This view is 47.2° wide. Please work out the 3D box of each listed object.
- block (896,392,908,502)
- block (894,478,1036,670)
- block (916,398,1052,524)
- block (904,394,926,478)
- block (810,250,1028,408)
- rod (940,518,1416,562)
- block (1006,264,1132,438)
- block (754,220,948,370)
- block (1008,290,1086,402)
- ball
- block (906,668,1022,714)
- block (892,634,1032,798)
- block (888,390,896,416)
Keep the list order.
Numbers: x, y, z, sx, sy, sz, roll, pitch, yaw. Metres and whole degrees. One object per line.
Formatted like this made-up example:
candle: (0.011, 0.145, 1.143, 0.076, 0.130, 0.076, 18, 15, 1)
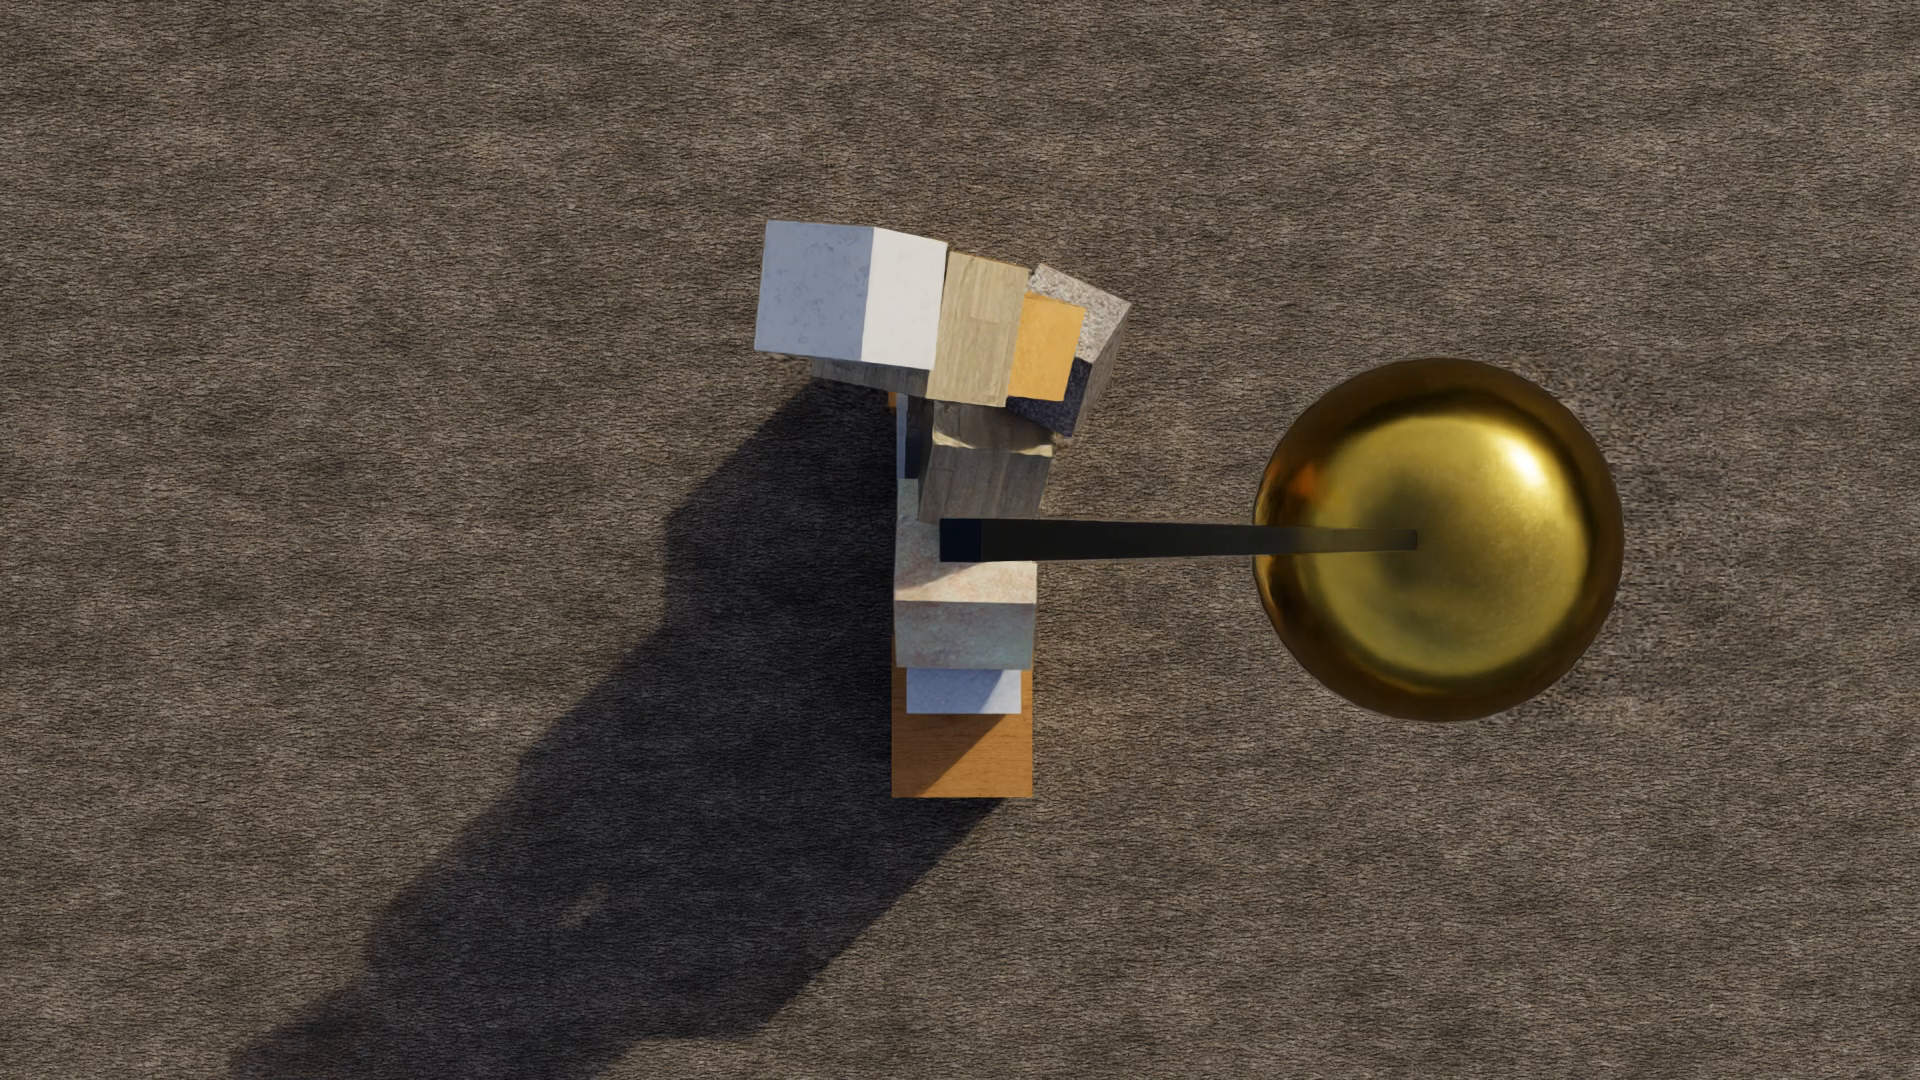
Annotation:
block: (-0.001, -0.533, 11.931, 0.671, 0.554, 0.665, 1, 91, 0)
block: (0.030, 0.180, 11.118, 0.692, 0.738, 0.687, 1, 61, 1)
block: (0.116, -0.479, 10.655, 0.564, 0.577, 0.619, 6, 51, -6)
block: (-0.005, -0.513, 11.367, 0.545, 0.563, 0.555, 2, 91, -1)
block: (-0.167, -0.920, 9.276, 0.589, 0.626, 0.598, 13, 96, 32)
rod: (0.899, 0.000, 6.430, 0.080, 5.200, 0.080, 0, 90, 20)
block: (0.450, -0.887, 10.332, 0.471, 0.513, 0.463, 25, 51, 10)
block: (-0.432, -0.972, 8.750, 0.515, 0.518, 0.513, 9, 94, 32)
block: (0.208, -0.888, 9.726, 0.419, 0.462, 0.429, 21, 102, 37)
ball: (2.074, 0.000, 9.621, 1.600, 1.600, 1.600, 0, 90, 0)
block: (0.020, 0.650, 11.725, 0.593, 0.614, 0.502, 0, 90, 0)
block: (0.011, 0.967, 12.516, 0.769, 0.968, 0.883, 0, 90, 0)
block: (-0.012, -1.072, 12.602, 0.767, 0.796, 0.670, 0, 90, 0)
